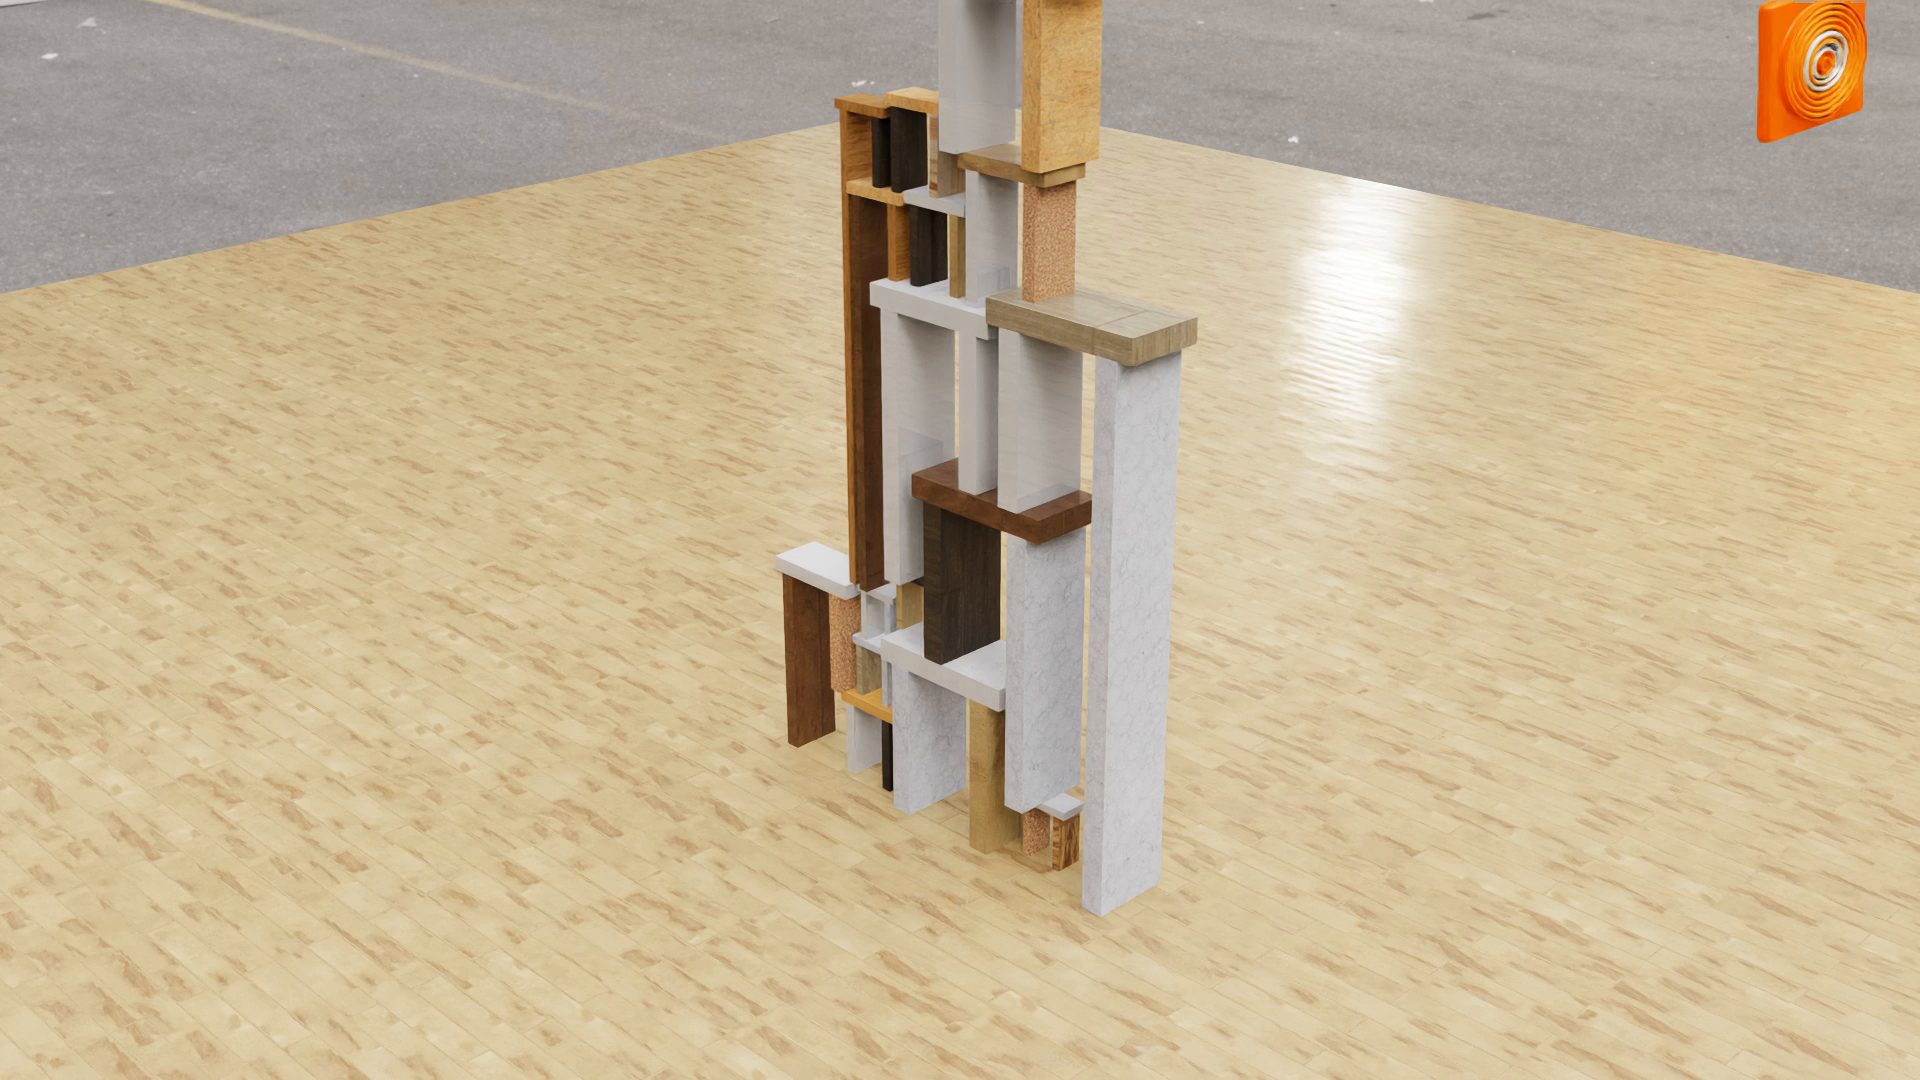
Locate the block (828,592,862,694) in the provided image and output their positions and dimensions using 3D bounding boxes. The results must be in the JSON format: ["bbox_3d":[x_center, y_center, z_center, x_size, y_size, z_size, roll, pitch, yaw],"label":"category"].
[{"bbox_3d":[-0.218,0.197,4.548,0.109,0.219,0.031,-21,31,-41],"label":"block"}]

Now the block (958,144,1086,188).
[{"bbox_3d":[0.106,-0.654,3.826,0.208,0.029,0.104,21,31,41],"label":"block"}]

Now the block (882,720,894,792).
[{"bbox_3d":[-0.124,0.432,4.539,0.023,0.160,0.080,21,31,41],"label":"block"}]

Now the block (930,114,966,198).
[{"bbox_3d":[-0.021,-0.697,3.958,0.021,0.150,0.075,21,31,40],"label":"block"}]

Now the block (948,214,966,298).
[{"bbox_3d":[0.015,-0.522,3.990,0.022,0.153,0.077,21,31,41],"label":"block"}]

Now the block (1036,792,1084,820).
[{"bbox_3d":[0.178,0.505,4.251,0.117,0.017,0.058,21,31,41],"label":"block"}]

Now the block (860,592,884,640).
[{"bbox_3d":[-0.177,0.147,4.480,0.052,0.104,0.015,-21,31,-41],"label":"block"}]

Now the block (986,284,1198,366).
[{"bbox_3d":[0.226,-0.381,3.814,0.340,0.048,0.170,21,31,41],"label":"block"}]

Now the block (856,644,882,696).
[{"bbox_3d":[-0.187,0.259,4.537,0.016,0.113,0.057,21,31,41],"label":"block"}]

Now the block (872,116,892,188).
[{"bbox_3d":[-0.132,-0.721,4.061,0.019,0.131,0.066,21,31,41],"label":"block"}]

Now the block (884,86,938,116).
[{"bbox_3d":[-0.057,-0.789,3.956,0.150,0.021,0.075,21,30,40],"label":"block"}]

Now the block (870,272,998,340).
[{"bbox_3d":[-0.006,-0.437,4.043,0.305,0.043,0.153,21,31,41],"label":"block"}]

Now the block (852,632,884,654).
[{"bbox_3d":[-0.160,0.210,4.487,0.057,0.016,0.113,-21,31,-41],"label":"block"}]

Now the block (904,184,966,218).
[{"bbox_3d":[-0.021,-0.616,3.989,0.153,0.022,0.077,21,31,40],"label":"block"}]

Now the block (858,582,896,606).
[{"bbox_3d":[-0.152,0.102,4.434,0.104,0.015,0.052,21,31,41],"label":"block"}]

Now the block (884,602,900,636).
[{"bbox_3d":[-0.128,0.167,4.435,0.015,0.104,0.052,21,31,41],"label":"block"}]

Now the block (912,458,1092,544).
[{"bbox_3d":[0.083,-0.081,4.098,0.329,0.047,0.164,21,31,41],"label":"block"}]

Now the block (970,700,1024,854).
[{"bbox_3d":[0.092,0.438,4.311,0.046,0.326,0.163,21,31,41],"label":"block"}]

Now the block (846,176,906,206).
[{"bbox_3d":[-0.135,-0.650,4.088,0.146,0.021,0.073,21,31,40],"label":"block"}]

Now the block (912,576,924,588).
[{"bbox_3d":[-0.075,0.068,4.338,0.057,0.016,0.113,-21,31,-40],"label":"block"}]

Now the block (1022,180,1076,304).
[{"bbox_3d":[0.155,-0.526,3.827,0.029,0.208,0.104,21,31,41],"label":"block"}]

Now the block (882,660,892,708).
[{"bbox_3d":[-0.133,0.280,4.487,0.016,0.113,0.057,21,31,41],"label":"block"}]

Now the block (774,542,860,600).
[{"bbox_3d":[-0.269,0.062,4.546,0.109,0.031,0.219,-21,31,-41],"label":"block"}]

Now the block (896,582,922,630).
[{"bbox_3d":[-0.101,0.117,4.388,0.016,0.113,0.057,21,31,40],"label":"block"}]

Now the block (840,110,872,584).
[{"bbox_3d":[-0.194,-0.364,4.280,0.066,0.961,0.019,-21,31,-40],"label":"block"}]

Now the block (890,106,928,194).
[{"bbox_3d":[-0.093,-0.720,4.025,0.021,0.159,0.075,20,30,39],"label":"block"}]

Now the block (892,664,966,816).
[{"bbox_3d":[-0.061,0.378,4.452,0.046,0.326,0.163,21,31,41],"label":"block"}]

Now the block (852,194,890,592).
[{"bbox_3d":[-0.169,-0.281,4.282,0.021,0.810,0.073,21,31,41],"label":"block"}]

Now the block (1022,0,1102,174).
[{"bbox_3d":[0.172,-0.781,3.704,0.149,0.299,0.042,-21,31,-40],"label":"block"}]

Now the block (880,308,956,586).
[{"bbox_3d":[-0.079,-0.192,4.225,0.043,0.551,0.153,21,31,41],"label":"block"}]

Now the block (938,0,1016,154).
[{"bbox_3d":[0.030,-0.836,3.833,0.149,0.299,0.042,-21,31,-40],"label":"block"}]

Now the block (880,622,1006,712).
[{"bbox_3d":[0.016,0.237,4.309,0.326,0.046,0.163,21,31,41],"label":"block"}]

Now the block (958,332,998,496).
[{"bbox_3d":[0.067,-0.249,4.045,0.043,0.305,0.153,21,31,41],"label":"block"}]

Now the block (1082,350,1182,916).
[{"bbox_3d":[0.306,0.173,3.962,0.048,1.087,0.170,21,31,41],"label":"block"}]

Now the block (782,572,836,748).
[{"bbox_3d":[-0.320,0.241,4.678,0.031,0.402,0.109,21,31,41],"label":"block"}]

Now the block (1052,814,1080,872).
[{"bbox_3d":[0.205,0.577,4.251,0.017,0.117,0.058,21,31,41],"label":"block"}]

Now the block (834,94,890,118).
[{"bbox_3d":[-0.164,-0.802,4.060,0.066,0.019,0.131,-21,31,-40],"label":"block"}]

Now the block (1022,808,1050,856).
[{"bbox_3d":[0.150,0.555,4.302,0.059,0.117,0.017,-21,31,-41],"label":"block"}]

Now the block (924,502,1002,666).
[{"bbox_3d":[0.005,0.062,4.243,0.047,0.329,0.164,21,31,41],"label":"block"}]

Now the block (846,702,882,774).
[{"bbox_3d":[-0.200,0.402,4.608,0.023,0.160,0.080,21,31,41],"label":"block"}]

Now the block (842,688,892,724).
[{"bbox_3d":[-0.162,0.333,4.538,0.160,0.023,0.080,21,31,41],"label":"block"}]

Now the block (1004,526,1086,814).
[{"bbox_3d":[0.160,0.232,4.147,0.047,0.567,0.164,21,31,41],"label":"block"}]

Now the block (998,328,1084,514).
[{"bbox_3d":[0.145,-0.234,3.964,0.048,0.340,0.170,21,31,41],"label":"block"}]

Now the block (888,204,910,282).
[{"bbox_3d":[-0.100,-0.560,4.089,0.021,0.146,0.073,21,31,40],"label":"block"}]

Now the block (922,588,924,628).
[{"bbox_3d":[-0.047,0.138,4.339,0.016,0.113,0.057,21,31,40],"label":"block"}]

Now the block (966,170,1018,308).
[{"bbox_3d":[0.057,-0.546,3.925,0.029,0.248,0.104,21,31,41],"label":"block"}]

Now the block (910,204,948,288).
[{"bbox_3d":[-0.058,-0.550,4.056,0.022,0.153,0.077,21,31,41],"label":"block"}]
